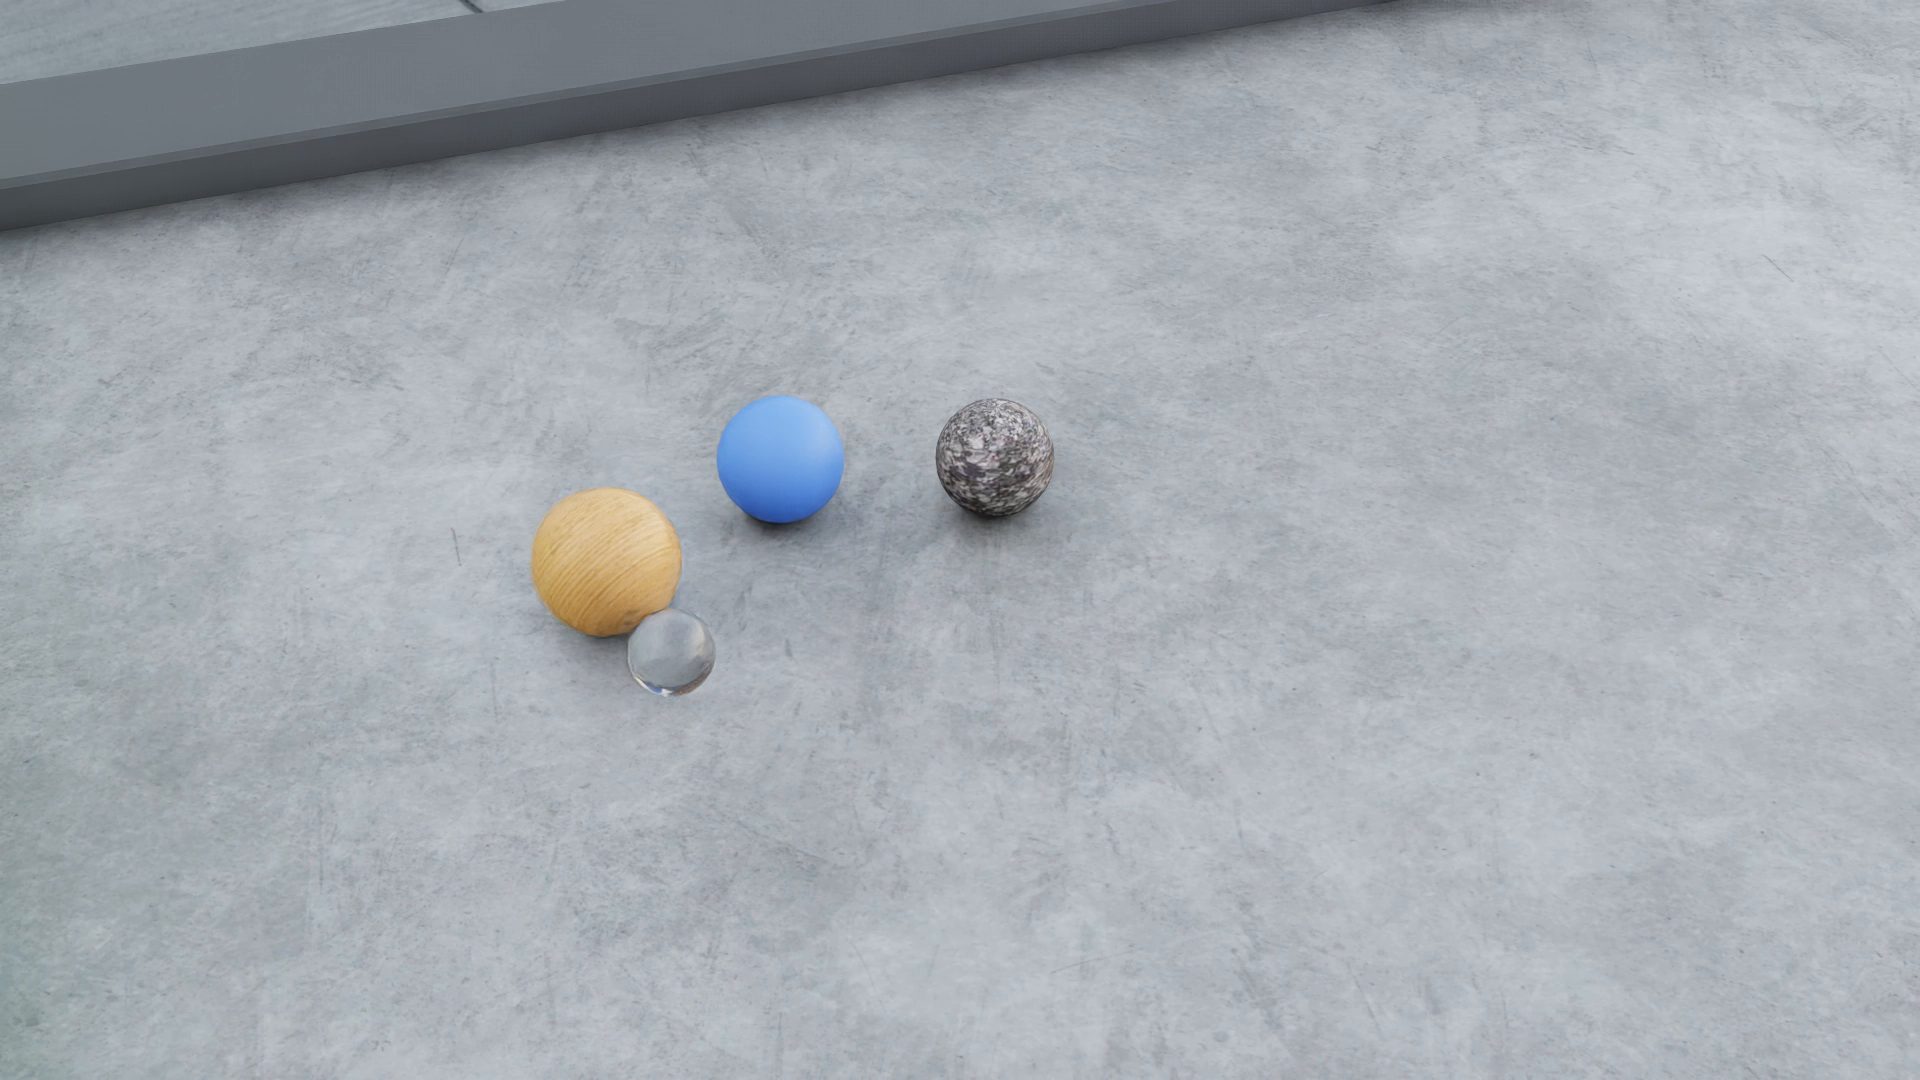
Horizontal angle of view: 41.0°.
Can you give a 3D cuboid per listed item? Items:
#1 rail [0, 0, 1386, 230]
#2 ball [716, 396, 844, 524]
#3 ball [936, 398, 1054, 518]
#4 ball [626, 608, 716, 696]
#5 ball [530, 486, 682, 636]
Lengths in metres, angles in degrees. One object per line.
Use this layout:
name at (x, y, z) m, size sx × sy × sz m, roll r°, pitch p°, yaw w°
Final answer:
rail at (0.338, -0.512, 2.260) m, size 2.511 × 0.117 × 0.045 m, roll -13°, pitch 37°, yaw -17°
ball at (-0.114, -0.051, 1.634) m, size 0.081 × 0.081 × 0.081 m, roll 0°, pitch 35°, yaw 0°
ball at (0.022, -0.052, 1.640) m, size 0.076 × 0.076 × 0.076 m, roll 0°, pitch 35°, yaw 0°
ball at (-0.168, 0.065, 1.493) m, size 0.052 × 0.052 × 0.052 m, roll 0°, pitch 35°, yaw 0°
ball at (-0.211, 0.013, 1.535) m, size 0.090 × 0.090 × 0.090 m, roll 0°, pitch 35°, yaw 0°
